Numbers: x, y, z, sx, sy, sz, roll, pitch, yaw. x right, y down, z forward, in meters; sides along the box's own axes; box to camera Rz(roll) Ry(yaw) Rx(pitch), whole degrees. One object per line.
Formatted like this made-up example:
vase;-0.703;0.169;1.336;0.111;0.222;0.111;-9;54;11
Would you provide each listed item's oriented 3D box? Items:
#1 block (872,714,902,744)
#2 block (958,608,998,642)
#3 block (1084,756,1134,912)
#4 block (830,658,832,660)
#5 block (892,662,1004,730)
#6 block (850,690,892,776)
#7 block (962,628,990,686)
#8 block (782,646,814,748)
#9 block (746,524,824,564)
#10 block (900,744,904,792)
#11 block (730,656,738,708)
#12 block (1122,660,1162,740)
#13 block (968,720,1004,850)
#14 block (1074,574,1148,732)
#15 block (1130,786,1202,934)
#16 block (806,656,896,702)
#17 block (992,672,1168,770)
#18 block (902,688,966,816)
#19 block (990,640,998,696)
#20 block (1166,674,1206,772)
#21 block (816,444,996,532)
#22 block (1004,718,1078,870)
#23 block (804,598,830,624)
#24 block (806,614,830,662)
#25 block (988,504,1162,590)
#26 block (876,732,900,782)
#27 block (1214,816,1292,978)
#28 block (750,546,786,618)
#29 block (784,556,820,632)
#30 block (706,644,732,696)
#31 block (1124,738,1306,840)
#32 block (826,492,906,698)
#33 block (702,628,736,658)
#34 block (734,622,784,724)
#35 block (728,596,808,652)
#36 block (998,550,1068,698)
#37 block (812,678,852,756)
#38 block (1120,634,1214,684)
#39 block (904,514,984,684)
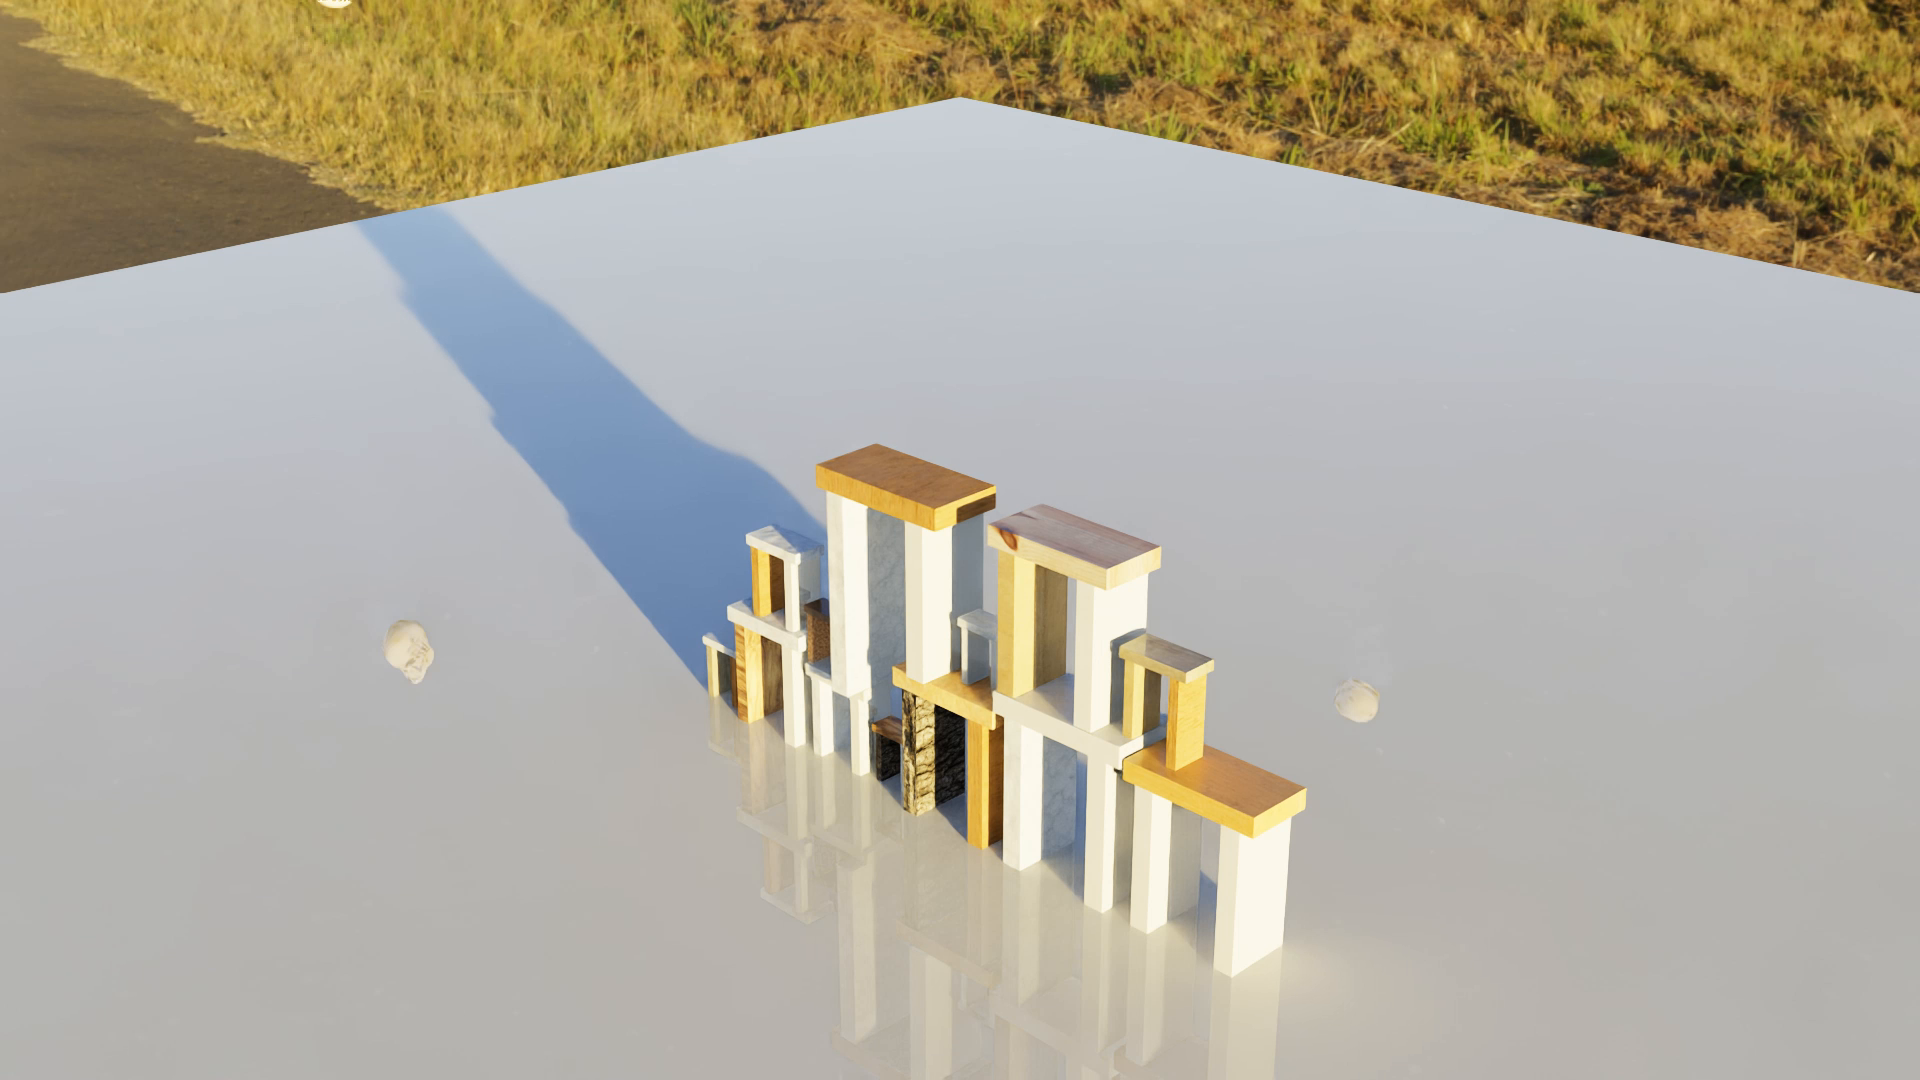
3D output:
block;-0.123;0.394;4.528;0.111;0.016;0.055;21;31;41
block;0.058;0.166;4.236;0.060;0.017;0.120;-21;31;-40
block;0.306;0.524;4.119;0.045;0.318;0.159;21;31;41
block;-0.243;0.218;4.576;0.055;0.110;0.016;-21;31;-40
block;0.013;0.288;4.327;0.138;0.039;0.275;-21;31;-41
block;-0.186;0.394;4.600;0.026;0.181;0.090;21;31;41
block;0.030;0.218;4.289;0.060;0.120;0.017;-21;31;-41
block;-0.324;0.317;4.716;0.033;0.233;0.117;21;31;41
block;-0.368;0.009;4.622;0.159;0.023;0.080;21;31;41
block;-0.097;0.462;4.529;0.016;0.111;0.055;21;31;41
block;-0.478;0.306;4.881;0.017;0.123;0.062;21;31;41
block;0.330;0.277;3.982;0.077;0.154;0.022;-21;31;-41
block;0.078;0.458;4.328;0.039;0.275;0.138;21;31;41
block;0.275;0.191;4.007;0.146;0.292;0.041;-21;31;-41
block;0.382;0.563;4.054;0.042;0.296;0.148;21;31;41
block;-0.229;0.283;4.598;0.090;0.026;0.181;-21;31;-40
block;0.231;0.328;4.117;0.318;0.045;0.159;21;31;41
block;-0.052;0.407;4.448;0.039;0.275;0.138;21;31;41
block;0.087;0.240;4.237;0.060;0.120;0.017;-21;31;-41
block;0.403;0.317;3.921;0.022;0.179;0.077;21;31;41
block;-0.108;-0.105;4.293;0.332;0.047;0.166;21;31;40
block;0.156;0.466;4.257;0.045;0.318;0.159;21;31;41
block;-0.269;0.151;4.575;0.055;0.016;0.110;-21;31;-40
block;-0.295;0.198;4.623;0.055;0.110;0.016;-21;31;-41
block;0.206;0.010;4.006;0.292;0.041;0.146;21;31;41
block;-0.149;0.442;4.577;0.016;0.111;0.055;21;31;41
block;0.522;0.618;3.926;0.042;0.296;0.148;21;31;41
block;-0.405;0.078;4.692;0.023;0.159;0.080;21;31;41
block;-0.330;0.107;4.623;0.023;0.159;0.080;21;31;41
block;-0.536;0.284;4.934;0.017;0.123;0.062;21;31;41
block;0.452;0.435;3.924;0.296;0.042;0.148;21;31;41
block;-0.188;0.089;4.460;0.047;0.440;0.166;21;31;41
block;-0.507;0.230;4.880;0.123;0.017;0.062;21;31;41
block;-0.434;0.274;4.817;0.033;0.233;0.117;21;31;41
block;-0.379;0.173;4.714;0.233;0.033;0.117;21;31;41
block;0.137;0.137;4.134;0.041;0.292;0.146;21;31;41
block;-0.271;0.361;4.678;0.026;0.181;0.090;21;31;41
block;0.367;0.210;3.915;0.154;0.022;0.077;21;31;40
block;-0.030;0.099;4.297;0.047;0.332;0.166;21;31;41
